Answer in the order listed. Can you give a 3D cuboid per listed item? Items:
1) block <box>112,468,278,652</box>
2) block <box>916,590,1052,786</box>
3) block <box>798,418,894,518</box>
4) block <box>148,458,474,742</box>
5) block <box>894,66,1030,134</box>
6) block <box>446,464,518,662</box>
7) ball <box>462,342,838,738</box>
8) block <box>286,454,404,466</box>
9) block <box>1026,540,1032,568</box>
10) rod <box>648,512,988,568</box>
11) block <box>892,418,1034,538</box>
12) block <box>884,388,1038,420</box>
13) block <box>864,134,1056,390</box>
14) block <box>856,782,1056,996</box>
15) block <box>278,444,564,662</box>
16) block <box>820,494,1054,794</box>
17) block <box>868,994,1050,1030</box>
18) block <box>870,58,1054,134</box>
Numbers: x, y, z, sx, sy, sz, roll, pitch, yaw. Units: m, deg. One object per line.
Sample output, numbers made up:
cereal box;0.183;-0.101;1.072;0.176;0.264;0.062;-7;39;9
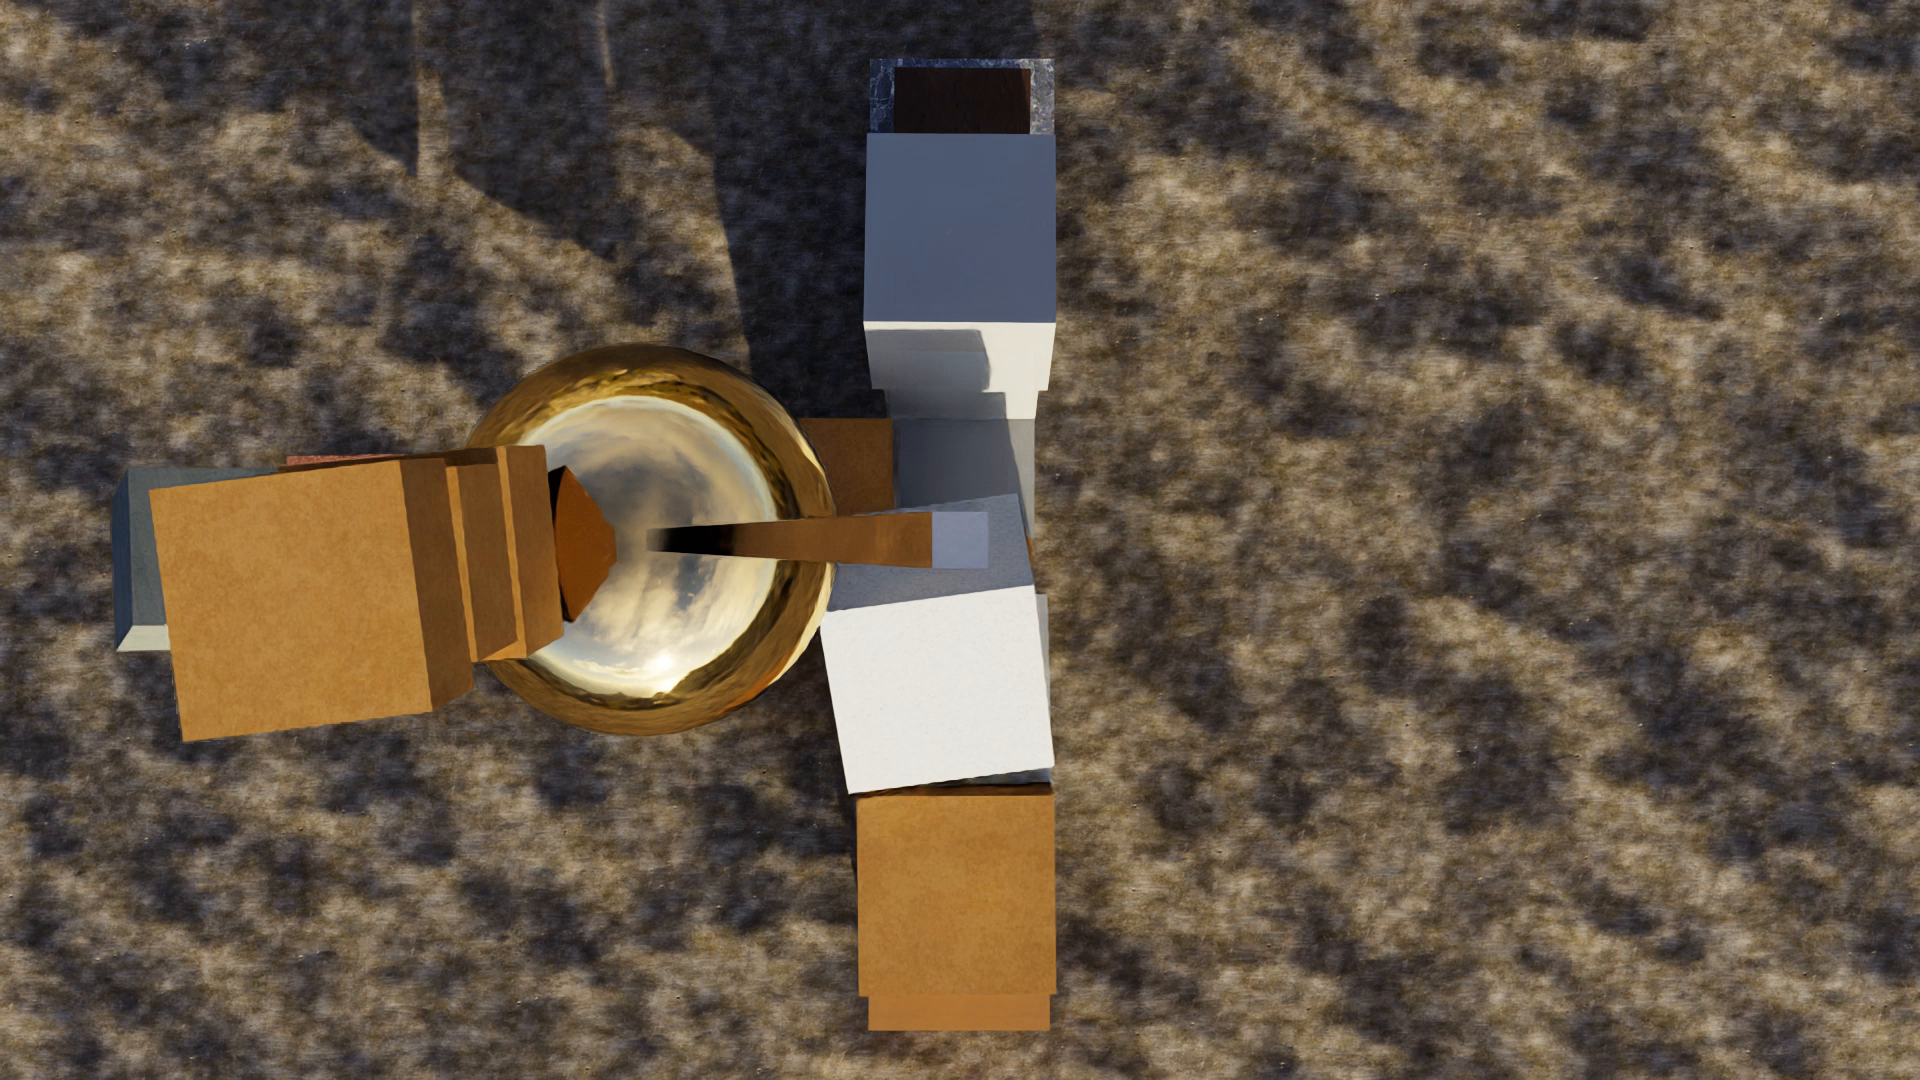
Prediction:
block;-3.768;0.105;10.961;0.768;0.774;0.765;0;79;-27
block;0.027;0.776;11.746;0.873;0.841;0.971;-2;90;0
block;-0.902;-0.162;11.914;0.950;0.998;0.935;-1;89;-10
block;-1.857;0.155;6.379;0.693;0.590;0.704;-7;93;-1
block;0.009;-2.086;11.754;0.706;0.728;0.721;1;90;0
block;-1.845;0.091;7.015;0.684;0.687;0.599;-6;93;-1
ball;-1.292;0.000;8.932;1.600;1.600;1.600;0;90;0
block;-3.072;0.042;11.859;0.981;0.926;0.915;-2;87;-13
block;-0.018;0.368;12.608;0.836;0.784;0.745;0;90;0
rod;-0.560;0.000;5.612;0.080;5.200;0.080;0;90;-12
block;0.012;-0.419;12.543;0.792;0.914;0.812;0;90;0
block;0.005;-1.170;11.754;0.809;0.806;0.847;0;76;0
block;0.003;-1.351;10.850;0.896;1.037;0.945;0;76;0
block;-0.017;1.764;11.397;0.980;0.980;0.989;-1;90;0
block;-1.874;0.055;7.755;0.760;0.795;0.712;-5;93;-1
block;-0.128;0.495;10.689;1.000;0.880;1.027;-8;120;0
block;-0.004;2.191;12.443;0.979;1.113;0.922;0;90;0
block;0.012;-2.102;12.559;1.016;0.882;1.099;0;90;0
